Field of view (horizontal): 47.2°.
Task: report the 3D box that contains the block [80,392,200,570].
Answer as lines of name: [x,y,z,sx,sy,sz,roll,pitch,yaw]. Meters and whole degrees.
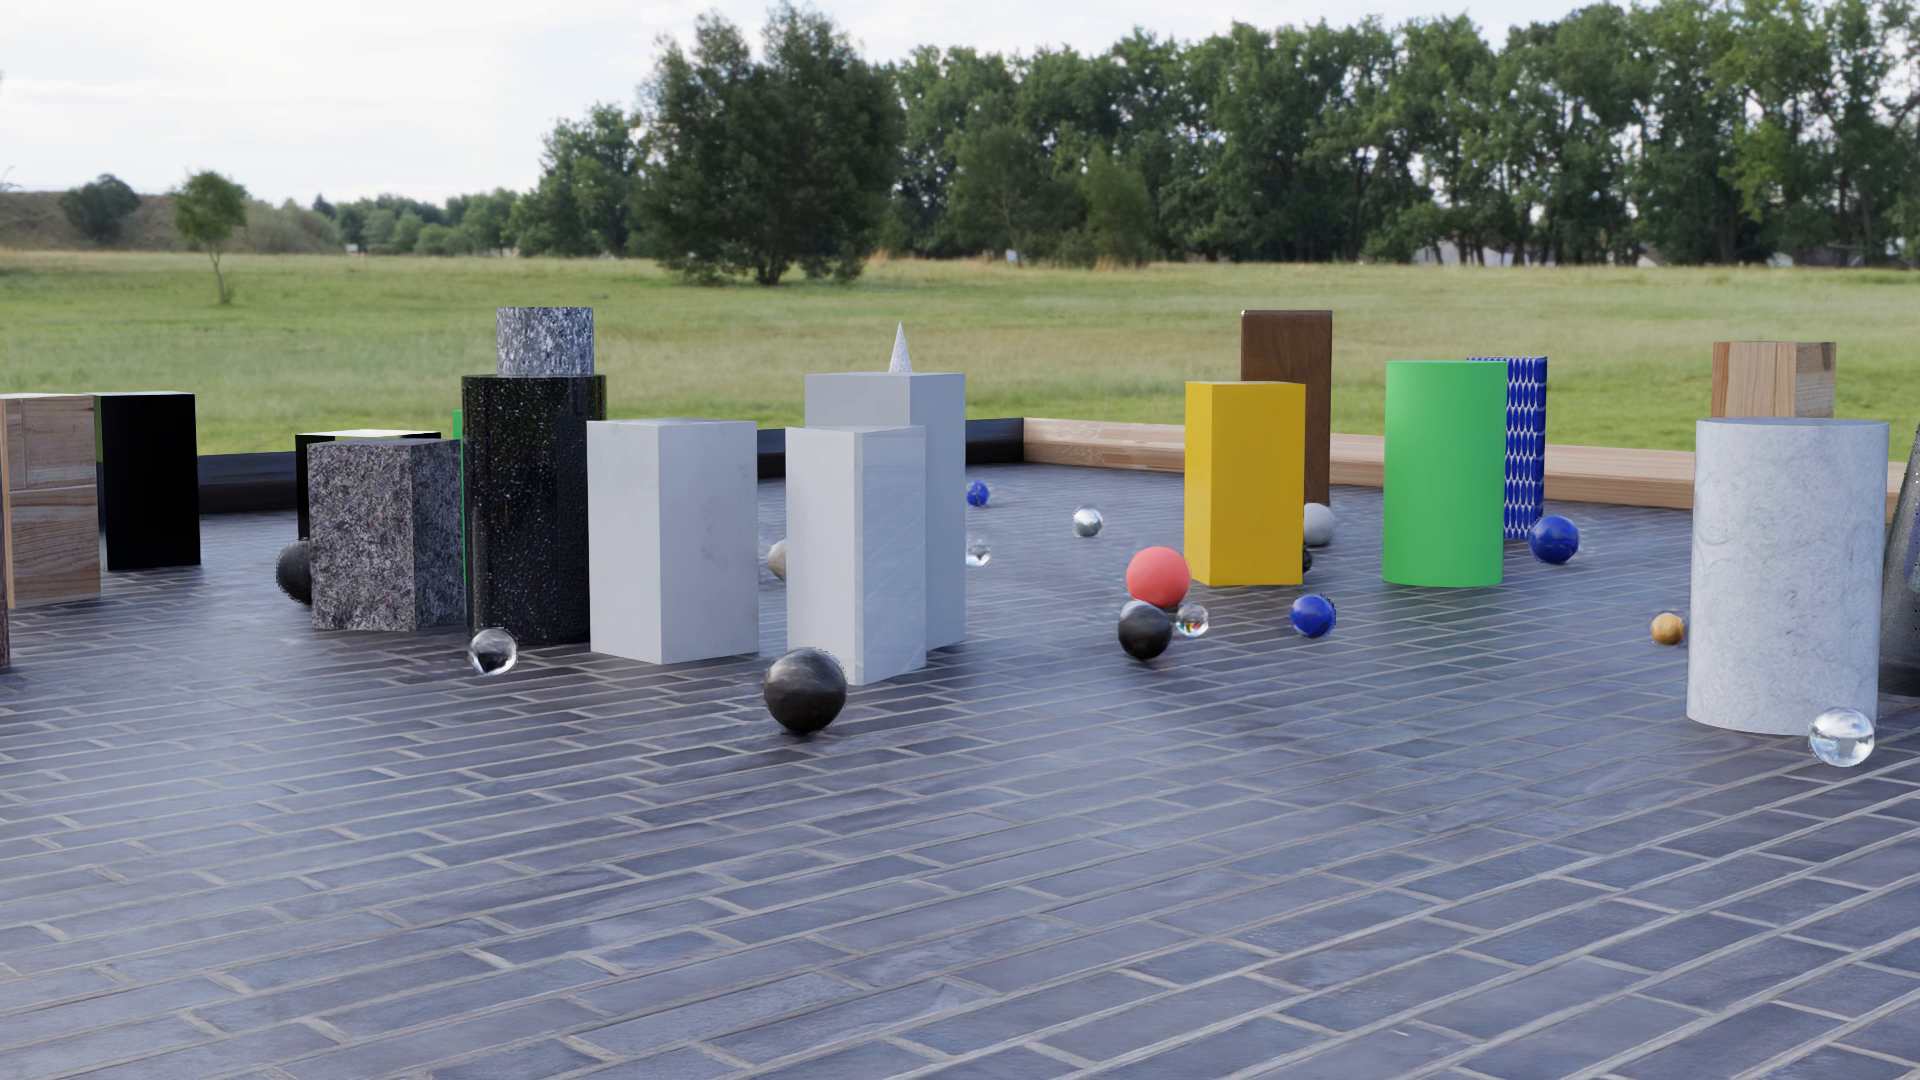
block: [-1.437,-0.108,3.858,0.156,0.299,0.156,-4,7,-33]

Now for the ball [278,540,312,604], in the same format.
ball: [-0.988,0.047,3.347,0.097,0.097,0.097,0,6,0]

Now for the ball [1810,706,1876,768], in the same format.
ball: [0.862,0.192,2.148,0.060,0.060,0.060,0,6,0]

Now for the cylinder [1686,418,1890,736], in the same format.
cylinder: [0.896,0.034,2.387,0.195,0.325,0.195,0,6,0]

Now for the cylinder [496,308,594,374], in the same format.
cylinder: [-0.847,-0.252,4.512,0.195,0.450,0.195,0,6,0]

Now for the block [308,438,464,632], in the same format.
block: [-0.814,-0.011,3.129,0.156,0.258,0.156,1,6,13]

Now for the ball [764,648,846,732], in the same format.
ball: [-0.164,0.159,2.324,0.088,0.088,0.088,0,6,0]

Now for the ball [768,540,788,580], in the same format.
ball: [-0.283,0.033,3.627,0.068,0.068,0.068,0,6,0]

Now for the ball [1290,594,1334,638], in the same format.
ball: [0.478,0.104,2.991,0.060,0.060,0.060,0,6,0]

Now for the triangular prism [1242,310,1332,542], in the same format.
triangular prism: [0.633,-0.225,4.286,0.169,0.443,0.146,1,6,8]

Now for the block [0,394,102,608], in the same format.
block: [-1.442,-0.064,3.374,0.156,0.314,0.156,3,7,29]

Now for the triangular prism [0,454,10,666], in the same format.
triangular prism: [-1.255,-0.073,2.700,0.146,0.472,0.169,-4,7,-33]

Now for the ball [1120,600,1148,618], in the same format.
ball: [0.244,0.106,3.015,0.049,0.049,0.049,0,6,0]

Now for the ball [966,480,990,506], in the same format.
ball: [0.038,-0.105,4.988,0.059,0.059,0.059,0,6,0]

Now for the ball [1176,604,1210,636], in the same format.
ball: [0.317,0.109,3.003,0.046,0.046,0.046,0,6,0]

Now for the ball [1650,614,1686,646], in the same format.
ball: [0.941,0.119,2.921,0.043,0.043,0.043,0,6,0]

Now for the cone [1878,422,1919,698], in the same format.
cone: [1.159,-0.056,2.588,0.195,0.461,0.195,0,6,0]

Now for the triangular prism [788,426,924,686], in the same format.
triangular prism: [-0.106,0.012,2.706,0.146,0.301,0.169,-4,7,-34]

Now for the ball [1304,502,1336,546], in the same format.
ball: [0.669,-0.030,4.163,0.081,0.081,0.081,0,6,0]

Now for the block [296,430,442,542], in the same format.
block: [-0.923,-0.041,3.448,0.156,0.253,0.156,3,7,26]

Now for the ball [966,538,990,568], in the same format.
ball: [0.026,0.022,3.809,0.051,0.051,0.051,0,6,0]

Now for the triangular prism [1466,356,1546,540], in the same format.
triangular prism: [1.113,-0.186,4.352,0.146,0.352,0.169,-6,8,-42]

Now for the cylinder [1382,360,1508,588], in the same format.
cylinder: [0.797,-0.113,3.620,0.195,0.360,0.195,0,6,0]

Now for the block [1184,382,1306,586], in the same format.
block: [0.467,-0.096,3.627,0.156,0.325,0.156,-1,6,-10]

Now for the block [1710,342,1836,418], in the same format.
block: [1.472,-0.165,3.991,0.156,0.386,0.156,-6,8,-44]

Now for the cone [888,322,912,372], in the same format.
cone: [-0.119,-0.231,4.424,0.195,0.426,0.195,0,6,0]

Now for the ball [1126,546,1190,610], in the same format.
ball: [0.294,0.057,3.266,0.095,0.095,0.095,0,6,0]

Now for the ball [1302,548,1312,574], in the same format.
ball: [0.565,0.035,3.668,0.045,0.045,0.045,0,6,0]

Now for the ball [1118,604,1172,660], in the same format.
ball: [0.236,0.117,2.810,0.070,0.070,0.070,0,6,0]

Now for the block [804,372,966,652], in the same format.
block: [-0.098,-0.040,2.924,0.156,0.360,0.156,3,7,27]

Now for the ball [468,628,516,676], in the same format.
ball: [-0.571,0.136,2.688,0.058,0.058,0.058,0,6,0]

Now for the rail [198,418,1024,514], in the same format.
rail: [-1.478,-0.134,4.925,4.579,0.127,0.045,-5,8,-42]

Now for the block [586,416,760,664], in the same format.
block: [-0.373,-0.004,2.861,0.156,0.301,0.156,-6,8,-43]

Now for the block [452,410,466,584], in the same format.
block: [-0.728,-0.076,3.638,0.156,0.282,0.156,2,6,14]

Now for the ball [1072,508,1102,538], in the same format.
ball: [0.250,-0.034,4.306,0.059,0.059,0.059,0,6,0]

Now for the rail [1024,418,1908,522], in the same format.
rail: [1.665,-0.127,4.860,0.045,0.127,4.407,-5,8,-42]

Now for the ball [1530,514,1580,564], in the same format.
ball: [1.045,-0.001,3.866,0.086,0.086,0.086,0,6,0]

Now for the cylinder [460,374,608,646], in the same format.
cylinder: [-0.577,-0.046,3.000,0.195,0.355,0.195,0,6,0]
